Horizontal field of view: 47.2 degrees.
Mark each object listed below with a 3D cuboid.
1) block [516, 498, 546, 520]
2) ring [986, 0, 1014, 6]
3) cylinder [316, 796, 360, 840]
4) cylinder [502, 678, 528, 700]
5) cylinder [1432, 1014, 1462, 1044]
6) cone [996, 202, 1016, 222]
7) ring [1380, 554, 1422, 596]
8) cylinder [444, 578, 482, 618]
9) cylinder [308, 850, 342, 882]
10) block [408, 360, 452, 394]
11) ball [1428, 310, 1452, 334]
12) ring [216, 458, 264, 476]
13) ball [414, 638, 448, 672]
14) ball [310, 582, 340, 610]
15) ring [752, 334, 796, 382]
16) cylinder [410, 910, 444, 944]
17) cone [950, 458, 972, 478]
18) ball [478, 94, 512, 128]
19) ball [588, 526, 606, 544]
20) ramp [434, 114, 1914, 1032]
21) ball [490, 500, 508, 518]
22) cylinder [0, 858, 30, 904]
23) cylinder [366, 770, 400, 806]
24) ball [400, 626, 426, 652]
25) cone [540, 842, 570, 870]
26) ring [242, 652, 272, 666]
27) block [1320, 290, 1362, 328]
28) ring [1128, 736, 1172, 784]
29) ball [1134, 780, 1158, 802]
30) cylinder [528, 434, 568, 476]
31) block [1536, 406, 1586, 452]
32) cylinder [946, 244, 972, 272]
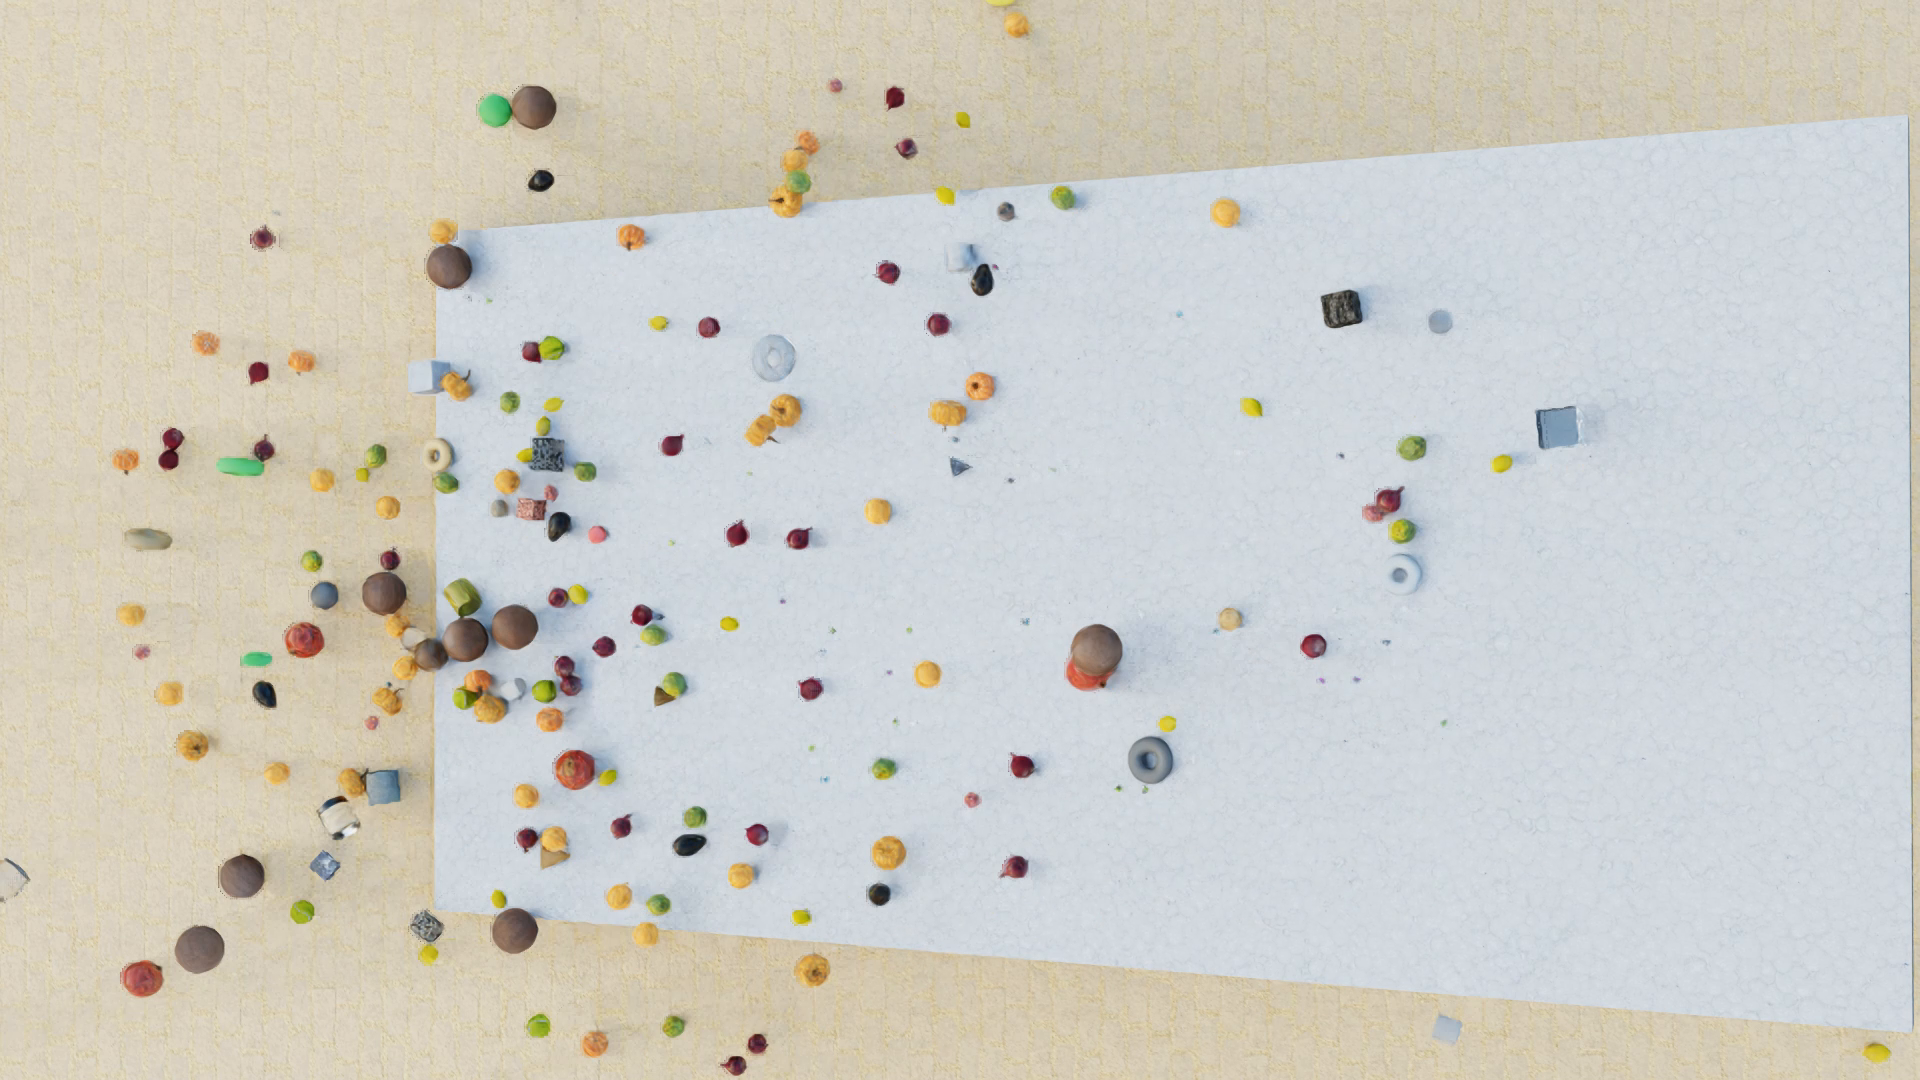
[{"bbox_3d":[-1.231,-0.088,6.316,0.057,0.057,0.057,7,92,25],"label":"block"},{"bbox_3d":[0.121,-1.667,6.583,0.137,0.046,0.137,0,88,1],"label":"ring"},{"bbox_3d":[-1.841,0.825,6.516,0.094,0.094,0.094,-40,67,0],"label":"cylinder"},{"bbox_3d":[-1.284,0.429,6.338,0.052,0.052,0.052,-28,89,22],"label":"cylinder"},{"bbox_3d":[1.157,1.161,5.219,0.056,0.056,0.056,14,89,21],"label":"cylinder"},{"bbox_3d":[0.110,-0.844,5.688,0.052,0.052,0.052,6,107,22],"label":"cone"},{"bbox_3d":[1.052,0.084,5.251,0.100,0.033,0.100,0,90,24],"label":"ring"},{"bbox_3d":[-1.446,0.168,6.397,0.080,0.080,0.080,-39,68,0],"label":"cylinder"},{"bbox_3d":[-1.889,0.969,6.541,0.066,0.066,0.066,40,89,1],"label":"cylinder"},{"bbox_3d":[-1.559,-0.478,6.459,0.085,0.085,0.085,-5,87,25],"label":"block"},{"bbox_3d":[1.136,-0.516,5.204,0.058,0.058,0.058,0,89,0],"label":"ball"},{"bbox_3d":[-2.134,-0.216,6.521,0.136,0.136,0.045,3,86,0],"label":"ring"},{"bbox_3d":[-1.548,0.337,6.436,0.100,0.100,0.100,0,89,0],"label":"ball"},{"bbox_3d":[-1.890,0.166,6.544,0.081,0.081,0.081,0,89,0],"label":"ball"},{"bbox_3d":[-0.507,-0.494,5.987,0.134,0.045,0.134,0,90,24],"label":"ring"},{"bbox_3d":[-1.564,1.136,6.455,0.068,0.068,0.068,31,89,20],"label":"cylinder"},{"bbox_3d":[0.004,-0.190,5.753,0.054,0.054,0.054,-5,89,-2],"label":"cone"},{"bbox_3d":[-1.385,-1.279,6.553,0.096,0.096,0.096,0,89,0],"label":"ball"},{"bbox_3d":[-1.028,-0.015,6.222,0.051,0.051,0.051,0,89,0],"label":"ball"},{"bbox_3d":[0.282,0.082,5.687,4.000,0.100,2.000,0,89,25],"label":"ramp"},{"bbox_3d":[-1.334,-0.091,6.366,0.053,0.053,0.053,0,89,0],"label":"ball"},{"bbox_3d":[-2.813,1.005,6.484,0.093,0.093,0.093,38,59,0],"label":"cylinder"},{"bbox_3d":[-1.711,0.733,6.523,0.094,0.094,0.094,-6,88,0],"label":"cylinder"},{"bbox_3d":[-1.610,0.293,6.481,0.075,0.075,0.075,0,89,0],"label":"ball"},{"bbox_3d":[-1.148,0.901,6.276,0.084,0.084,0.084,2,89,-1],"label":"cone"},{"bbox_3d":[-2.082,0.353,6.515,0.087,0.087,0.029,2,102,0],"label":"ring"},{"bbox_3d":[0.920,-0.557,5.298,0.074,0.074,0.074,-11,85,25],"label":"block"},{"bbox_3d":[0.477,0.552,5.513,0.120,0.040,0.120,-1,88,27],"label":"ring"},{"bbox_3d":[0.468,0.627,5.523,0.058,0.058,0.058,0,89,0],"label":"ball"},{"bbox_3d":[-1.175,-0.241,6.270,0.091,0.091,0.091,11,75,0],"label":"cylinder"},{"bbox_3d":[1.384,-0.257,5.067,0.089,0.089,0.089,-7,86,25],"label":"block"},{"bbox_3d":[-0.001,-0.736,5.737,0.066,0.066,0.066,-4,88,0],"label":"cylinder"}]
